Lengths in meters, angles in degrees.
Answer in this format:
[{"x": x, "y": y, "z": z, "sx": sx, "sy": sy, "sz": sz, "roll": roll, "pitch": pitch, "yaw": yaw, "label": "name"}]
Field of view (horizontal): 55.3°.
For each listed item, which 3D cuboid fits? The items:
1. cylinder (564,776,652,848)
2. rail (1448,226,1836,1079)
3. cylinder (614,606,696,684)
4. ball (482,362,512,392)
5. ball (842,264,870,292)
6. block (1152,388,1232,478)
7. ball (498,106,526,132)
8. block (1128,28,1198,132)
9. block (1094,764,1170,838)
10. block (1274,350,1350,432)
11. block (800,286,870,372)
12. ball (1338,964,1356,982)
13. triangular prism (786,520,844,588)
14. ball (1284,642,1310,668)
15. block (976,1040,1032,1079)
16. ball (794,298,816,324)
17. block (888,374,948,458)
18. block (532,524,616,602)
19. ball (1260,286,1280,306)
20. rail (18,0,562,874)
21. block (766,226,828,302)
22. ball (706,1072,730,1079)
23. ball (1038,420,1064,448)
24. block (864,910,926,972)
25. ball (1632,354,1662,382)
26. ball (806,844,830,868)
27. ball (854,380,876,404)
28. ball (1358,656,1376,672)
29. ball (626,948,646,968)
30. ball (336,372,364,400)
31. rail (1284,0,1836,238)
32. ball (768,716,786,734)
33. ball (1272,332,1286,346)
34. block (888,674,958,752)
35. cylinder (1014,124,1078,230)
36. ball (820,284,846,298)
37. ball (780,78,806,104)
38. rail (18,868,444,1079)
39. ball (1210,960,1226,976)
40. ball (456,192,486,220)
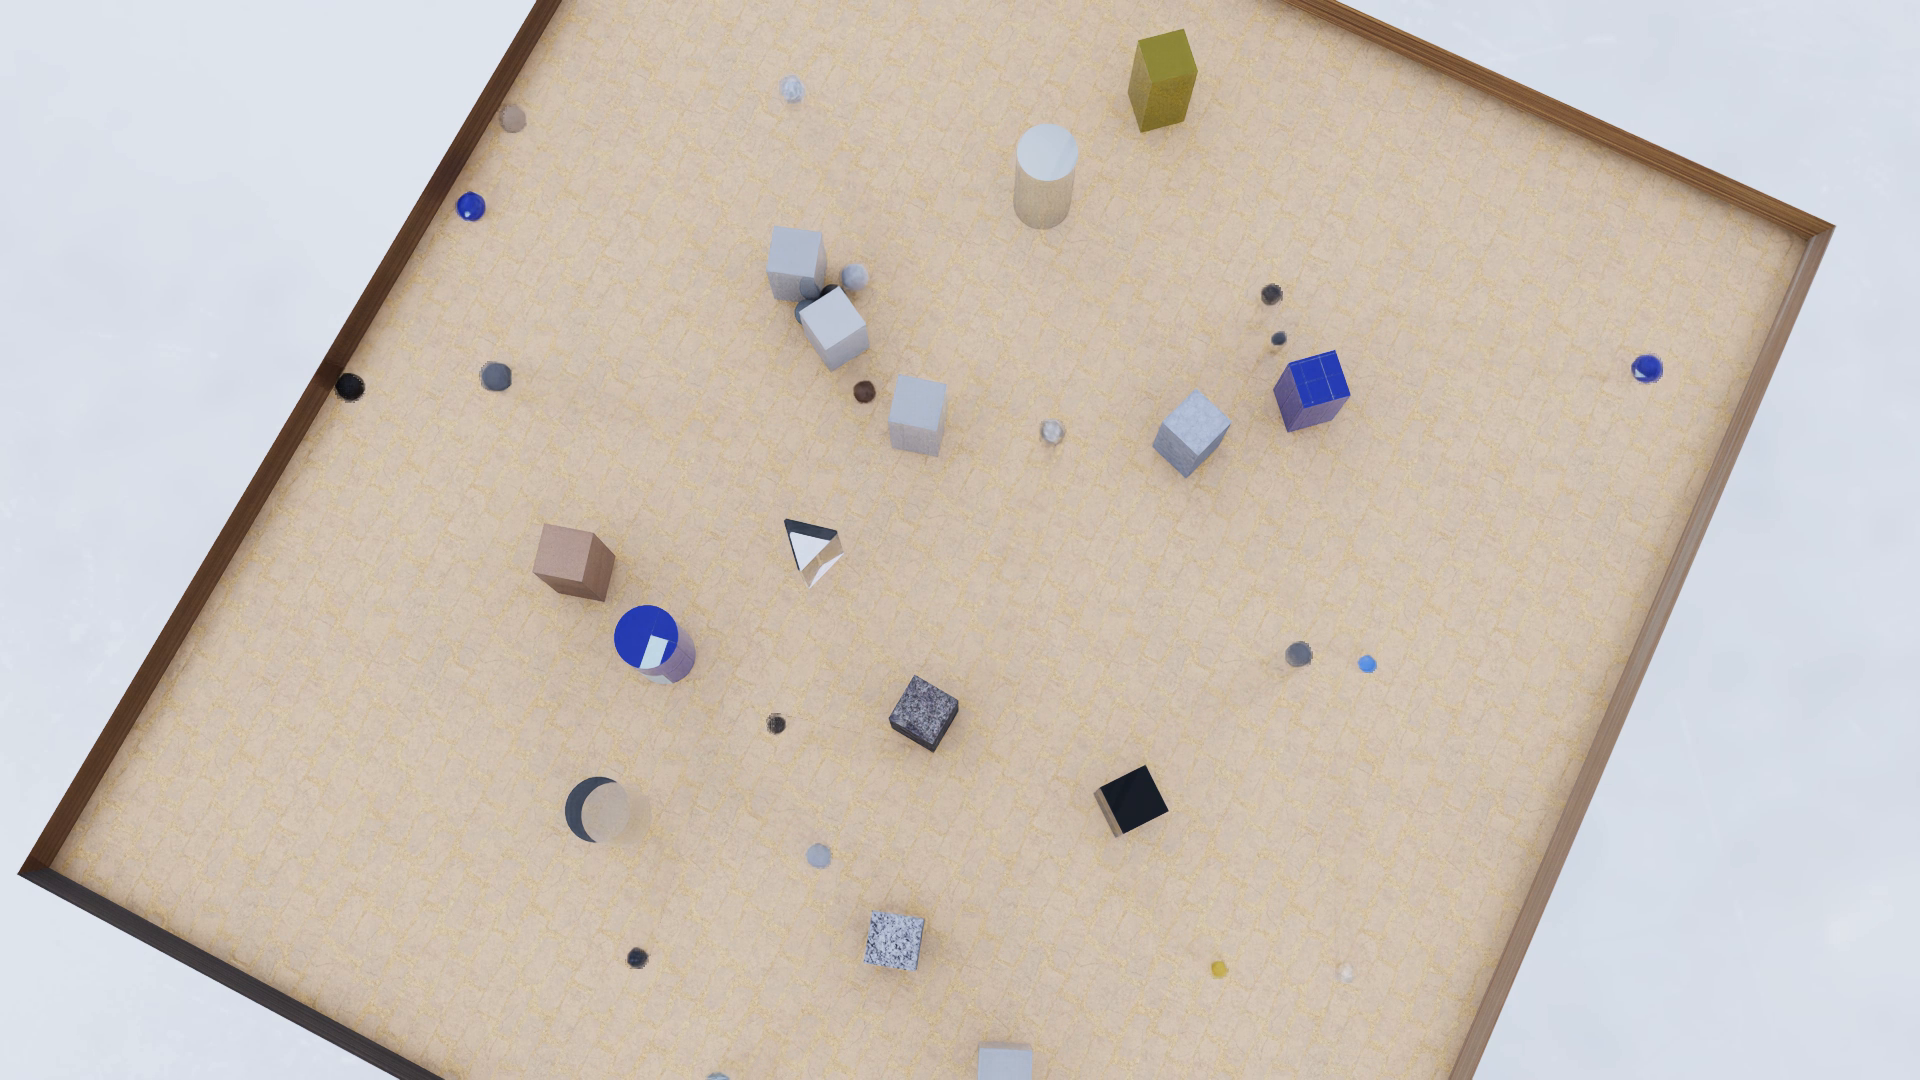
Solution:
[{"x": -1.007, "y": 0.786, "z": 5.269, "sx": 0.183, "sy": 0.363, "sz": 0.183, "roll": 0, "pitch": 78, "yaw": 0, "label": "cylinder"}, {"x": 1.763, "y": 0.870, "z": 5.375, "sx": 0.045, "sy": 0.119, "sz": 4.214, "roll": 26, "pitch": 80, "yaw": 5, "label": "rail"}, {"x": -0.890, "y": 0.310, "z": 5.371, "sx": 0.183, "sy": 0.356, "sz": 0.183, "roll": 0, "pitch": 78, "yaw": 0, "label": "cylinder"}, {"x": -1.433, "y": -0.504, "z": 5.674, "sx": 0.091, "sy": 0.091, "sz": 0.091, "roll": 0, "pitch": 78, "yaw": 0, "label": "ball"}, {"x": -0.328, "y": -0.822, "z": 5.742, "sx": 0.087, "sy": 0.087, "sz": 0.087, "roll": 0, "pitch": 78, "yaw": 0, "label": "ball"}, {"x": 0.698, "y": -0.319, "z": 5.535, "sx": 0.146, "sy": 0.289, "sz": 0.146, "roll": 44, "pitch": 82, "yaw": 8, "label": "block"}, {"x": -1.430, "y": -1.344, "z": 5.851, "sx": 0.085, "sy": 0.085, "sz": 0.085, "roll": 0, "pitch": 78, "yaw": 0, "label": "ball"}, {"x": 0.631, "y": -1.432, "z": 5.730, "sx": 0.146, "sy": 0.356, "sz": 0.146, "roll": -15, "pitch": 79, "yaw": -3, "label": "block"}, {"x": 0.494, "y": 0.762, "z": 5.322, "sx": 0.146, "sy": 0.268, "sz": 0.146, "roll": -26, "pitch": 79, "yaw": -5, "label": "block"}, {"x": 1.066, "y": -0.449, "z": 5.567, "sx": 0.146, "sy": 0.279, "sz": 0.146, "roll": -16, "pitch": 79, "yaw": -3, "label": "block"}, {"x": -0.384, "y": -0.645, "z": 5.632, "sx": 0.146, "sy": 0.231, "sz": 0.146, "roll": -34, "pitch": 80, "yaw": -7, "label": "block"}, {"x": 1.123, "y": 1.258, "z": 5.330, "sx": 0.052, "sy": 0.052, "sz": 0.052, "roll": 0, "pitch": 78, "yaw": 0, "label": "ball"}, {"x": -0.459, "y": 0.016, "z": 5.461, "sx": 0.137, "sy": 0.298, "sz": 0.158, "roll": 43, "pitch": 81, "yaw": 8, "label": "triangular prism"}, {"x": 1.015, "y": 0.346, "z": 5.506, "sx": 0.076, "sy": 0.076, "sz": 0.076, "roll": 0, "pitch": 78, "yaw": 0, "label": "ball"}, {"x": 0.122, "y": 1.497, "z": 5.152, "sx": 0.146, "sy": 0.302, "sz": 0.146, "roll": 3, "pitch": 78, "yaw": 1, "label": "block"}, {"x": -0.473, "y": -0.709, "z": 5.719, "sx": 0.086, "sy": 0.086, "sz": 0.086, "roll": 0, "pitch": 78, "yaw": 0, "label": "ball"}, {"x": -0.125, "y": -0.372, "z": 5.534, "sx": 0.146, "sy": 0.311, "sz": 0.146, "roll": 12, "pitch": 79, "yaw": 2, "label": "block"}, {"x": -1.139, "y": 0.070, "z": 5.425, "sx": 0.146, "sy": 0.345, "sz": 0.146, "roll": 11, "pitch": 79, "yaw": 2, "label": "block"}, {"x": 0.973, "y": -0.764, "z": 5.742, "sx": 0.063, "sy": 0.063, "sz": 0.063, "roll": 0, "pitch": 78, "yaw": 0, "label": "ball"}, {"x": -1.763, "y": -0.857, "z": 5.732, "sx": 0.045, "sy": 0.119, "sz": 4.214, "roll": 26, "pitch": 80, "yaw": 5, "label": "rail"}, {"x": -0.502, "y": -0.845, "z": 5.660, "sx": 0.146, "sy": 0.257, "sz": 0.146, "roll": 8, "pitch": 78, "yaw": 2, "label": "block"}, {"x": -0.695, "y": 1.565, "z": 5.252, "sx": 0.079, "sy": 0.079, "sz": 0.079, "roll": 0, "pitch": 78, "yaw": 0, "label": "ball"}, {"x": 0.283, "y": -0.326, "z": 5.643, "sx": 0.081, "sy": 0.081, "sz": 0.081, "roll": 0, "pitch": 78, "yaw": 0, "label": "ball"}, {"x": -0.186, "y": 1.148, "z": 5.255, "sx": 0.146, "sy": 0.243, "sz": 0.146, "roll": 9, "pitch": 78, "yaw": 2, "label": "block"}, {"x": 2.129, "y": -0.532, "z": 5.681, "sx": 0.089, "sy": 0.089, "sz": 0.089, "roll": 0, "pitch": 78, "yaw": 0, "label": "ball"}, {"x": -0.416, "y": 0.929, "z": 5.388, "sx": 0.072, "sy": 0.072, "sz": 0.072, "roll": 0, "pitch": 78, "yaw": 0, "label": "ball"}, {"x": -0.296, "y": -0.459, "z": 5.675, "sx": 0.070, "sy": 0.070, "sz": 0.070, "roll": 0, "pitch": 78, "yaw": 0, "label": "ball"}, {"x": 1.224, "y": 0.372, "z": 5.514, "sx": 0.051, "sy": 0.051, "sz": 0.051, "roll": 0, "pitch": 78, "yaw": 0, "label": "ball"}, {"x": -0.941, "y": 1.216, "z": 5.335, "sx": 0.058, "sy": 0.058, "sz": 0.058, "roll": 0, "pitch": 78, "yaw": 0, "label": "ball"}, {"x": -1.886, "y": -0.474, "z": 5.671, "sx": 0.086, "sy": 0.086, "sz": 0.086, "roll": 0, "pitch": 78, "yaw": 0, "label": "ball"}, {"x": 0.932, "y": -1.819, "z": 5.931, "sx": 3.990, "sy": 0.119, "sz": 0.045, "roll": 26, "pitch": 80, "yaw": 5, "label": "rail"}, {"x": -0.547, "y": 0.552, "z": 5.474, "sx": 0.054, "sy": 0.054, "sz": 0.054, "roll": 0, "pitch": 78, "yaw": 0, "label": "ball"}, {"x": 0.994, "y": -0.627, "z": 5.724, "sx": 0.043, "sy": 0.043, "sz": 0.043, "roll": 0, "pitch": 78, "yaw": 0, "label": "ball"}, {"x": -0.104, "y": 0.511, "z": 5.366, "sx": 0.146, "sy": 0.282, "sz": 0.146, "roll": 30, "pitch": 80, "yaw": 6, "label": "block"}, {"x": 0.261, "y": -1.115, "z": 5.647, "sx": 0.183, "sy": 0.392, "sz": 0.183, "roll": 0, "pitch": 78, "yaw": 0, "label": "cylinder"}, {"x": -0.397, "y": -0.761, "z": 5.732, "sx": 0.081, "sy": 0.081, "sz": 0.081, "roll": 0, "pitch": 78, "yaw": 0, "label": "ball"}, {"x": -0.534, "y": -1.439, "z": 5.872, "sx": 0.082, "sy": 0.082, "sz": 0.082, "roll": 0, "pitch": 78, "yaw": 0, "label": "ball"}, {"x": -0.932, "y": 1.831, "z": 5.176, "sx": 3.990, "sy": 0.119, "sz": 0.045, "roll": 26, "pitch": 80, "yaw": 5, "label": "rail"}, {"x": 0.753, "y": 1.248, "z": 5.335, "sx": 0.046, "sy": 0.046, "sz": 0.046, "roll": 0, "pitch": 78, "yaw": 0, "label": "ball"}, {"x": -1.542, "y": -1.054, "z": 5.788, "sx": 0.090, "sy": 0.090, "sz": 0.090, "roll": 0, "pitch": 78, "yaw": 0, "label": "ball"}]
